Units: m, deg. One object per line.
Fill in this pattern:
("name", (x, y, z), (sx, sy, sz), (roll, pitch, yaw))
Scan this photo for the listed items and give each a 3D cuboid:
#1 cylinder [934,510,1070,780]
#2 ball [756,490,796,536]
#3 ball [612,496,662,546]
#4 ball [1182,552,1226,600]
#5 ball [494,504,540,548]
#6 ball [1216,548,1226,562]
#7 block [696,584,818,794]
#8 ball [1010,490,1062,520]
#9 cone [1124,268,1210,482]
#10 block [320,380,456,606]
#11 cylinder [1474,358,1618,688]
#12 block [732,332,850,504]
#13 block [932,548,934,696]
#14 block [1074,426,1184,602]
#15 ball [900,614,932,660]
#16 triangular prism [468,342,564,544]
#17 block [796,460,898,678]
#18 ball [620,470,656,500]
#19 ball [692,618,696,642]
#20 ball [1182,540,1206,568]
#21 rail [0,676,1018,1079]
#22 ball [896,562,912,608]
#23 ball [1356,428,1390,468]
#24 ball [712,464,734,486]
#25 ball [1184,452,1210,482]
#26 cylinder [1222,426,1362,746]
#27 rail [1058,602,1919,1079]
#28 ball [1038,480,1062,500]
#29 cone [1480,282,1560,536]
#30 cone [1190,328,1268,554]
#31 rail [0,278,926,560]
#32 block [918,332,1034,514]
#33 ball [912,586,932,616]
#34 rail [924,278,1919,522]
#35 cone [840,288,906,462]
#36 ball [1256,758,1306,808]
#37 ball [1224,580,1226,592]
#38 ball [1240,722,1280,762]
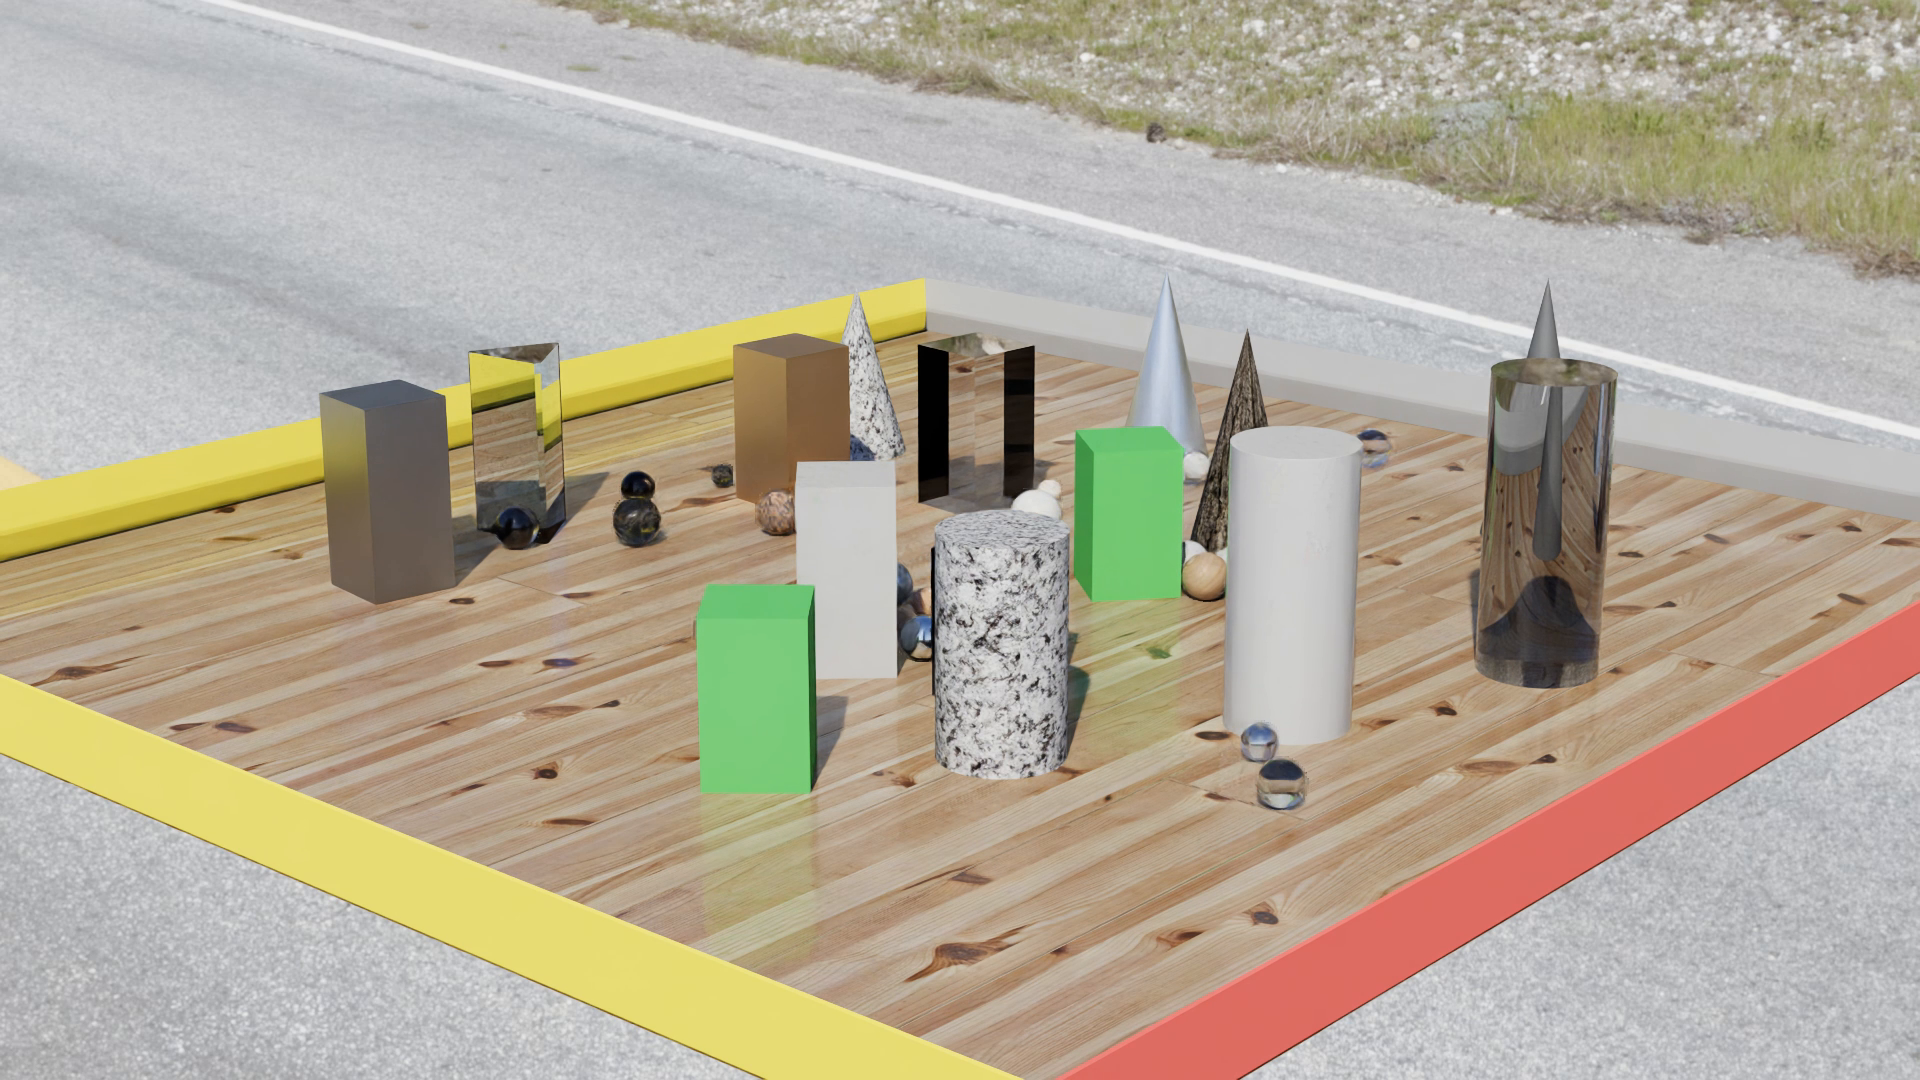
("cylinder", (0.062, 0.153, 4.334), (0.198, 0.353, 0.198), (0, 17, 0))
("ball", (-0.338, -0.052, 5.478), (0.085, 0.085, 0.085), (0, 17, 0))
("ball", (-0.597, -0.035, 5.414), (0.091, 0.091, 0.091), (0, 17, 0))
("ball", (0.428, 0.062, 5.101), (0.084, 0.084, 0.084), (0, 17, 0))
("ball", (-0.815, -0.025, 5.395), (0.081, 0.081, 0.081), (0, 17, 0))
("ball", (0.476, 0.050, 5.162), (0.073, 0.073, 0.073), (0, 17, 0))
("block", (-0.294, 0.216, 4.276), (0.158, 0.266, 0.158), (0, 17, 1))
("ball", (0.140, -0.045, 5.430), (0.099, 0.099, 0.099), (0, 17, 0))
("cone", (0.410, -0.340, 5.870), (0.198, 0.412, 0.198), (0, 17, 0))
("block", (-1.002, -0.086, 5.135), (0.158, 0.348, 0.158), (-14, 22, -38))
("cylinder", (0.936, -0.028, 4.691), (0.198, 0.494, 0.198), (0, 17, 0))
("block", (-0.325, -0.228, 5.679), (0.158, 0.306, 0.158), (-15, 23, -41))
("block", (0.062, 0.119, 4.635), (0.158, 0.244, 0.158), (8, 19, 25))
("block", (0.294, -0.047, 5.145), (0.158, 0.268, 0.158), (-3, 17, -9))
("ball", (-0.061, 0.159, 4.795), (0.075, 0.075, 0.075), (0, 17, 0))
("triangular prism", (-0.796, -0.188, 5.483), (0.172, 0.343, 0.149), (11, 20, 33))
("block", (-0.183, 0.047, 4.744), (0.158, 0.319, 0.158), (-1, 17, -2))
("ball", (-0.622, -0.100, 5.669), (0.068, 0.068, 0.068), (0, 17, 0))
("ball", (-0.402, 0.148, 4.828), (0.077, 0.077, 0.077), (0, 17, 0))
("ball", (0.406, 0.037, 5.204), (0.072, 0.072, 0.072), (0, 17, 0))
("rail", (-0.990, 0.361, 4.029), (2.891, 0.129, 0.045), (14, 22, 39))
("ball", (-0.124, 0.077, 5.050), (0.086, 0.086, 0.086), (0, 17, 0))
("ball", (0.832, -0.186, 5.934), (0.078, 0.078, 0.078), (0, 17, 0))
("ball", (-0.470, -0.127, 5.799), (0.044, 0.044, 0.044), (0, 17, 0))
("ball", (0.466, -0.144, 5.792), (0.060, 0.060, 0.060), (0, 17, 0))
("cylinder", (0.504, 0.067, 4.456), (0.198, 0.446, 0.198), (0, 17, 0))
("rail", (1.073, 0.301, 4.227), (0.045, 0.129, 3.066), (14, 22, 39))
("ball", (0.174, -0.094, 5.685), (0.047, 0.047, 0.047), (0, 17, 0))
("cone", (1.073, -0.245, 5.417), (0.198, 0.490, 0.198), (0, 17, 0))
("cone", (0.515, -0.179, 5.314), (0.198, 0.424, 0.198), (0, 17, 0))
("rail", (-1.073, -0.237, 6.012), (0.045, 0.129, 3.066), (14, 22, 39))
("block", (0.031, -0.222, 5.644), (0.158, 0.315, 0.158), (-15, 22, -41))
("ball", (-0.054, 0.108, 4.999), (0.056, 0.056, 0.056), (0, 17, 0))
("rail", (0.990, -0.297, 6.211), (2.891, 0.129, 0.045), (14, 22, 39))
("cone", (-0.211, -0.352, 6.023), (0.198, 0.345, 0.198), (0, 17, 0))
("ball", (0.458, 0.347, 4.178), (0.071, 0.071, 0.071), (0, 17, 0))
("ball", (0.499, 0.080, 5.028), (0.092, 0.092, 0.092), (0, 17, 0))
("ball", (0.445, 0.300, 4.357), (0.058, 0.058, 0.058), (0, 17, 0))
